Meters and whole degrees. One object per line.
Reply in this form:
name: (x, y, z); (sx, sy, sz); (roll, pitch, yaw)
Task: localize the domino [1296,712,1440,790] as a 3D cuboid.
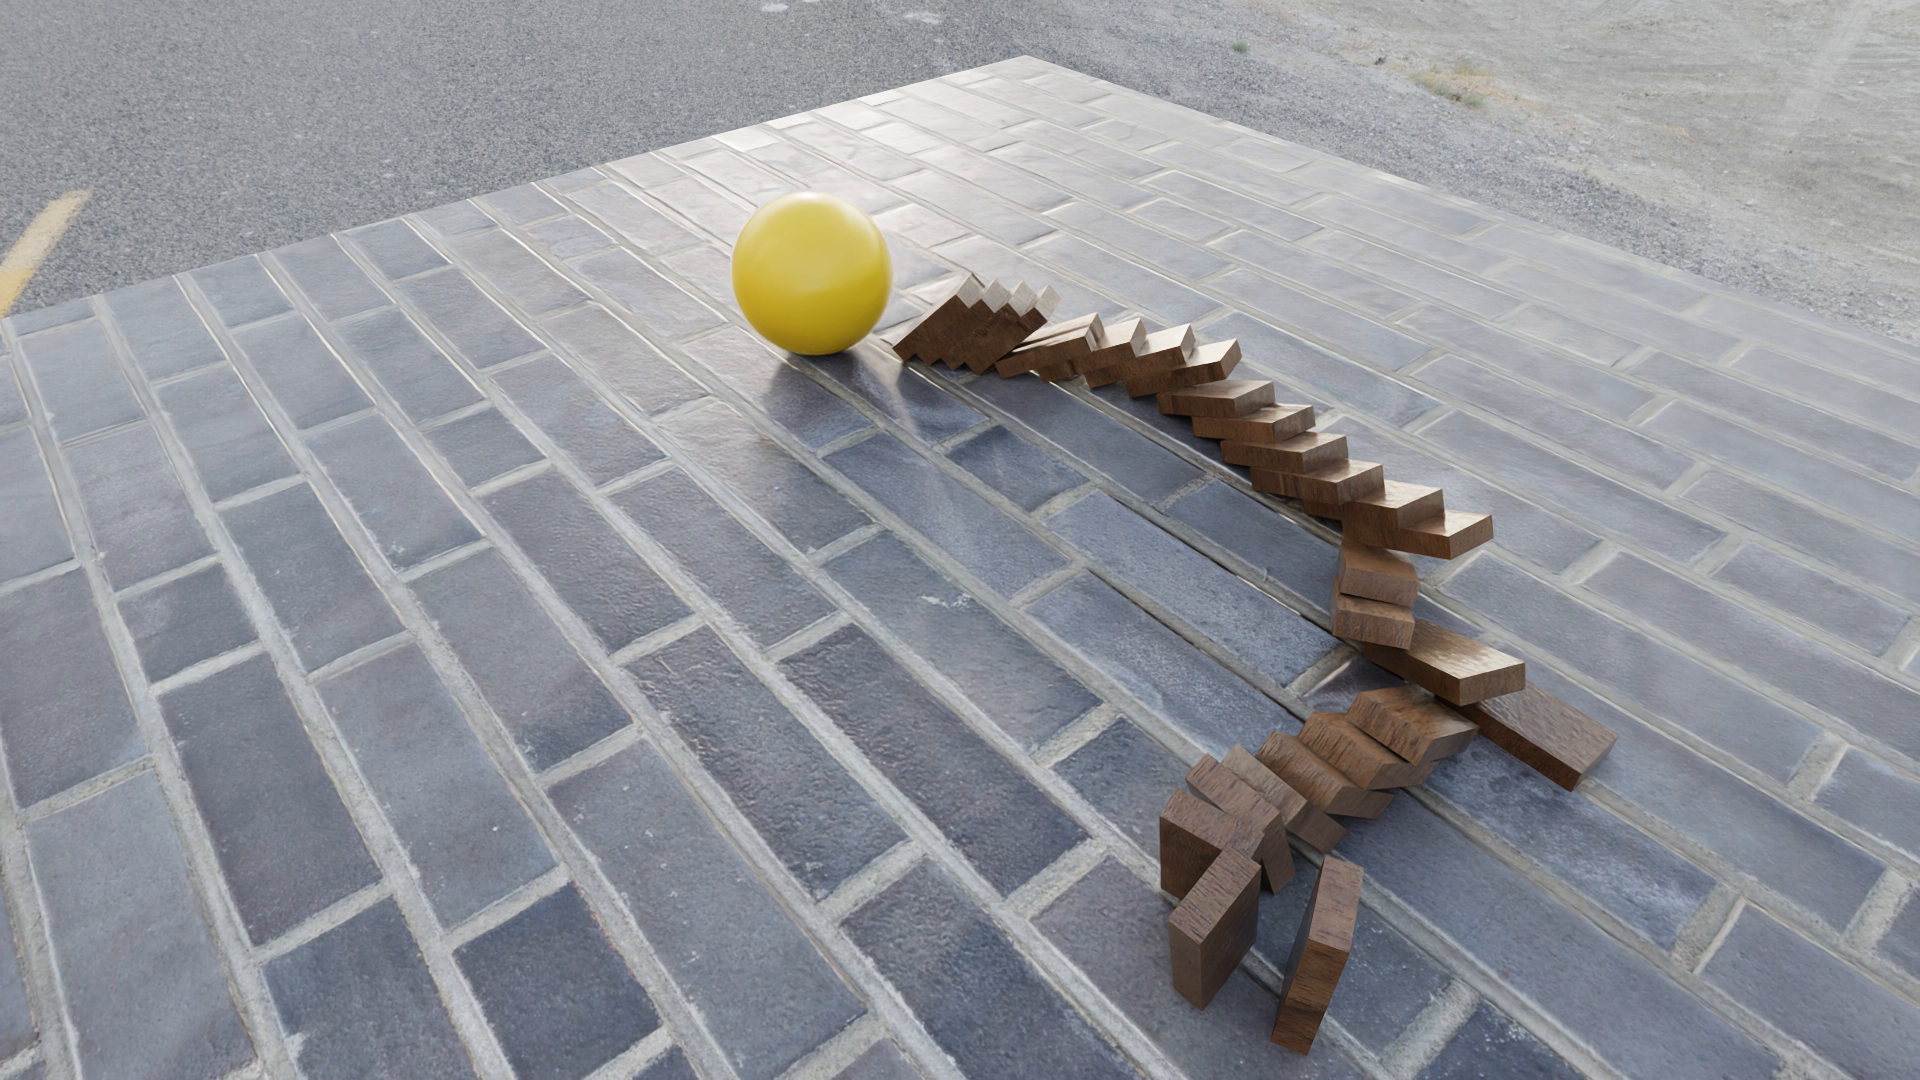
domino: (0.128, 0.065, 0.342); (0.050, 0.010, 0.025); (12, 22, -48)

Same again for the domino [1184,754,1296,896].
domino: (0.080, 0.081, 0.312); (0.009, 0.050, 0.025); (-43, 52, -10)

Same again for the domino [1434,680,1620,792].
domino: (0.189, 0.060, 0.370); (0.025, 0.009, 0.050); (-27, 47, -29)

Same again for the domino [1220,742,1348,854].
domino: (0.095, 0.076, 0.322); (0.010, 0.050, 0.025); (-51, 52, 1)

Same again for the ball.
ball: (-0.073, -0.133, 0.550); (0.080, 0.080, 0.080); (0, 39, 0)

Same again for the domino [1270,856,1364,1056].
domino: (0.091, 0.107, 0.281); (0.009, 0.050, 0.025); (15, 42, 18)

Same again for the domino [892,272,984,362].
domino: (-0.011, -0.112, 0.554); (0.009, 0.050, 0.025); (45, 41, -15)

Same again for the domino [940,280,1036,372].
domino: (0.014, -0.106, 0.547); (0.010, 0.050, 0.025); (45, 41, -15)

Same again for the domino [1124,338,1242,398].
domino: (0.106, -0.082, 0.525); (0.050, 0.010, 0.025); (-7, 28, 38)

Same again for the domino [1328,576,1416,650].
domino: (0.147, 0.025, 0.395); (0.025, 0.009, 0.050); (10, 14, 15)

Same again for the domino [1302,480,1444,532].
domino: (0.166, -0.016, 0.445); (0.025, 0.010, 0.050); (-20, 18, -22)

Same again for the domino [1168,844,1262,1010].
domino: (0.066, 0.101, 0.284); (0.009, 0.050, 0.025); (32, 64, 33)

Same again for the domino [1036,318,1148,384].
domino: (0.065, -0.093, 0.540); (0.050, 0.010, 0.025); (-11, 32, 31)

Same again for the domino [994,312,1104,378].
domino: (0.044, -0.096, 0.543); (0.050, 0.009, 0.025); (-11, 31, 31)

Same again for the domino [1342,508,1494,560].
domino: (0.179, -0.005, 0.433); (0.025, 0.010, 0.050); (-21, 18, -25)

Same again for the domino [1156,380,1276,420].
domino: (0.118, -0.066, 0.508); (0.025, 0.010, 0.050); (-24, 21, -27)

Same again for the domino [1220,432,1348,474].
domino: (0.139, -0.039, 0.475); (0.025, 0.009, 0.050); (-20, 18, -23)

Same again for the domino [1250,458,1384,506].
domino: (0.148, -0.026, 0.459); (0.025, 0.010, 0.050); (-20, 18, -23)

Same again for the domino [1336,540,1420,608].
domino: (0.156, 0.012, 0.412); (0.025, 0.009, 0.050); (12, 15, 15)

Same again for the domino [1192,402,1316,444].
domino: (0.131, -0.053, 0.492); (0.025, 0.009, 0.050); (-23, 20, -25)

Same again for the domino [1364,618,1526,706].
domino: (0.165, 0.041, 0.377); (0.025, 0.010, 0.050); (-11, 15, -13)

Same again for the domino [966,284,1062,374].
domino: (0.026, -0.104, 0.544); (0.009, 0.050, 0.025); (45, 41, -15)

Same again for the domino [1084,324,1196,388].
domino: (0.087, -0.089, 0.535); (0.050, 0.010, 0.025); (-11, 29, 31)

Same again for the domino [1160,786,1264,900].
domino: (0.068, 0.089, 0.302); (0.025, 0.050, 0.010); (25, 60, 27)

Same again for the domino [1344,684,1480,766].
domino: (0.146, 0.058, 0.352); (0.025, 0.010, 0.050); (36, 20, 36)

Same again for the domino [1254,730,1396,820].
domino: (0.111, 0.071, 0.332); (0.025, 0.009, 0.050); (40, 12, 38)

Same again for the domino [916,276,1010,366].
domino: (0.001, -0.109, 0.550); (0.009, 0.050, 0.025); (45, 41, -15)
